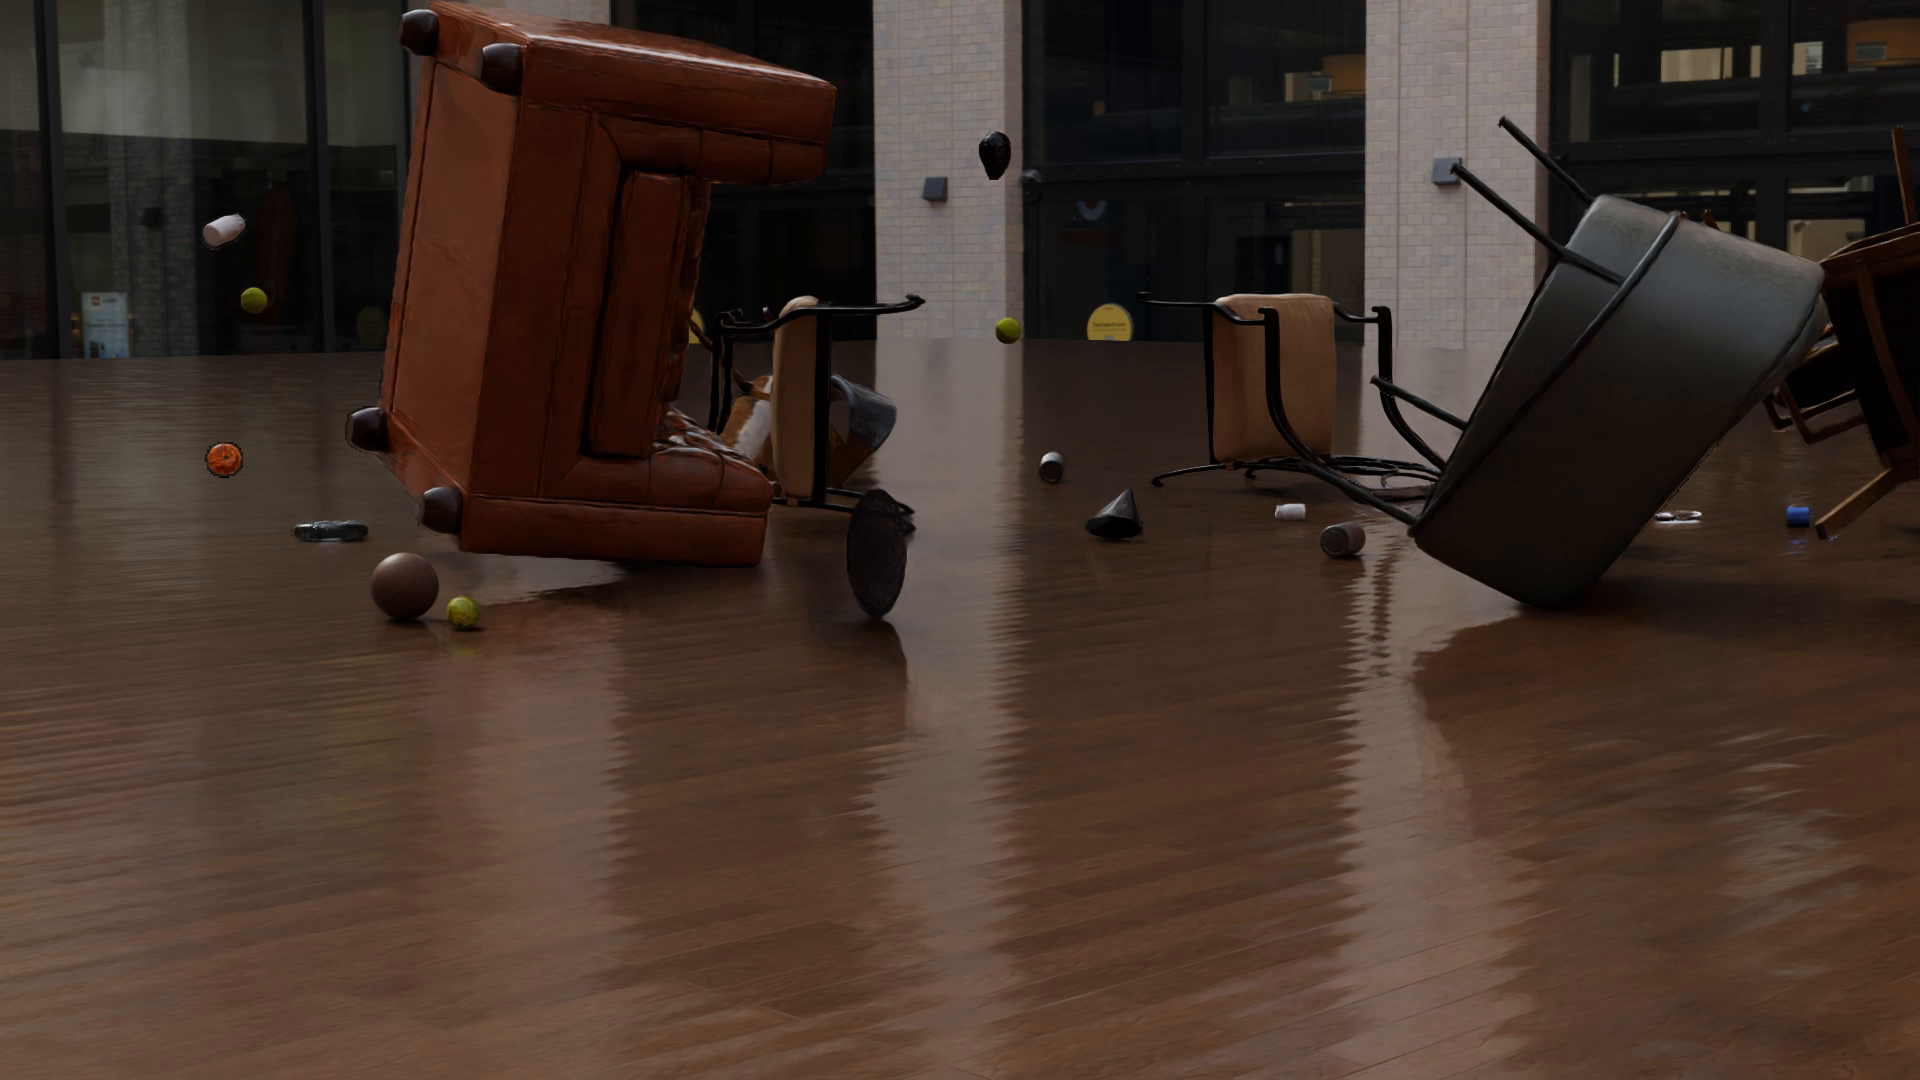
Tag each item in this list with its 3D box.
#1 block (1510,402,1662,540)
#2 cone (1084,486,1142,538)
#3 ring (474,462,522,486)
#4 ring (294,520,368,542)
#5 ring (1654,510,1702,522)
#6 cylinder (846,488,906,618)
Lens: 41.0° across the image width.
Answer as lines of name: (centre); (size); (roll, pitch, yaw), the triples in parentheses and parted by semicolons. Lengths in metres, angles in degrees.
block: (1.519, -0.167, 6.223); (0.258, 0.202, 0.179); (-23, 19, 40)
cone: (0.409, -0.084, 6.469); (0.154, 0.075, 0.158); (0, 42, 27)
ring: (-1.452, -0.206, 8.073); (0.101, 0.061, 0.213); (-11, -1, 27)
ring: (-1.575, -0.023, 6.425); (0.184, 0.044, 0.132); (-1, 5, -6)
ring: (1.938, -0.065, 6.932); (0.156, 0.024, 0.088); (-4, 6, -30)
cylinder: (-0.158, 0.027, 4.869); (0.110, 0.228, 0.197); (2, -6, 0)
